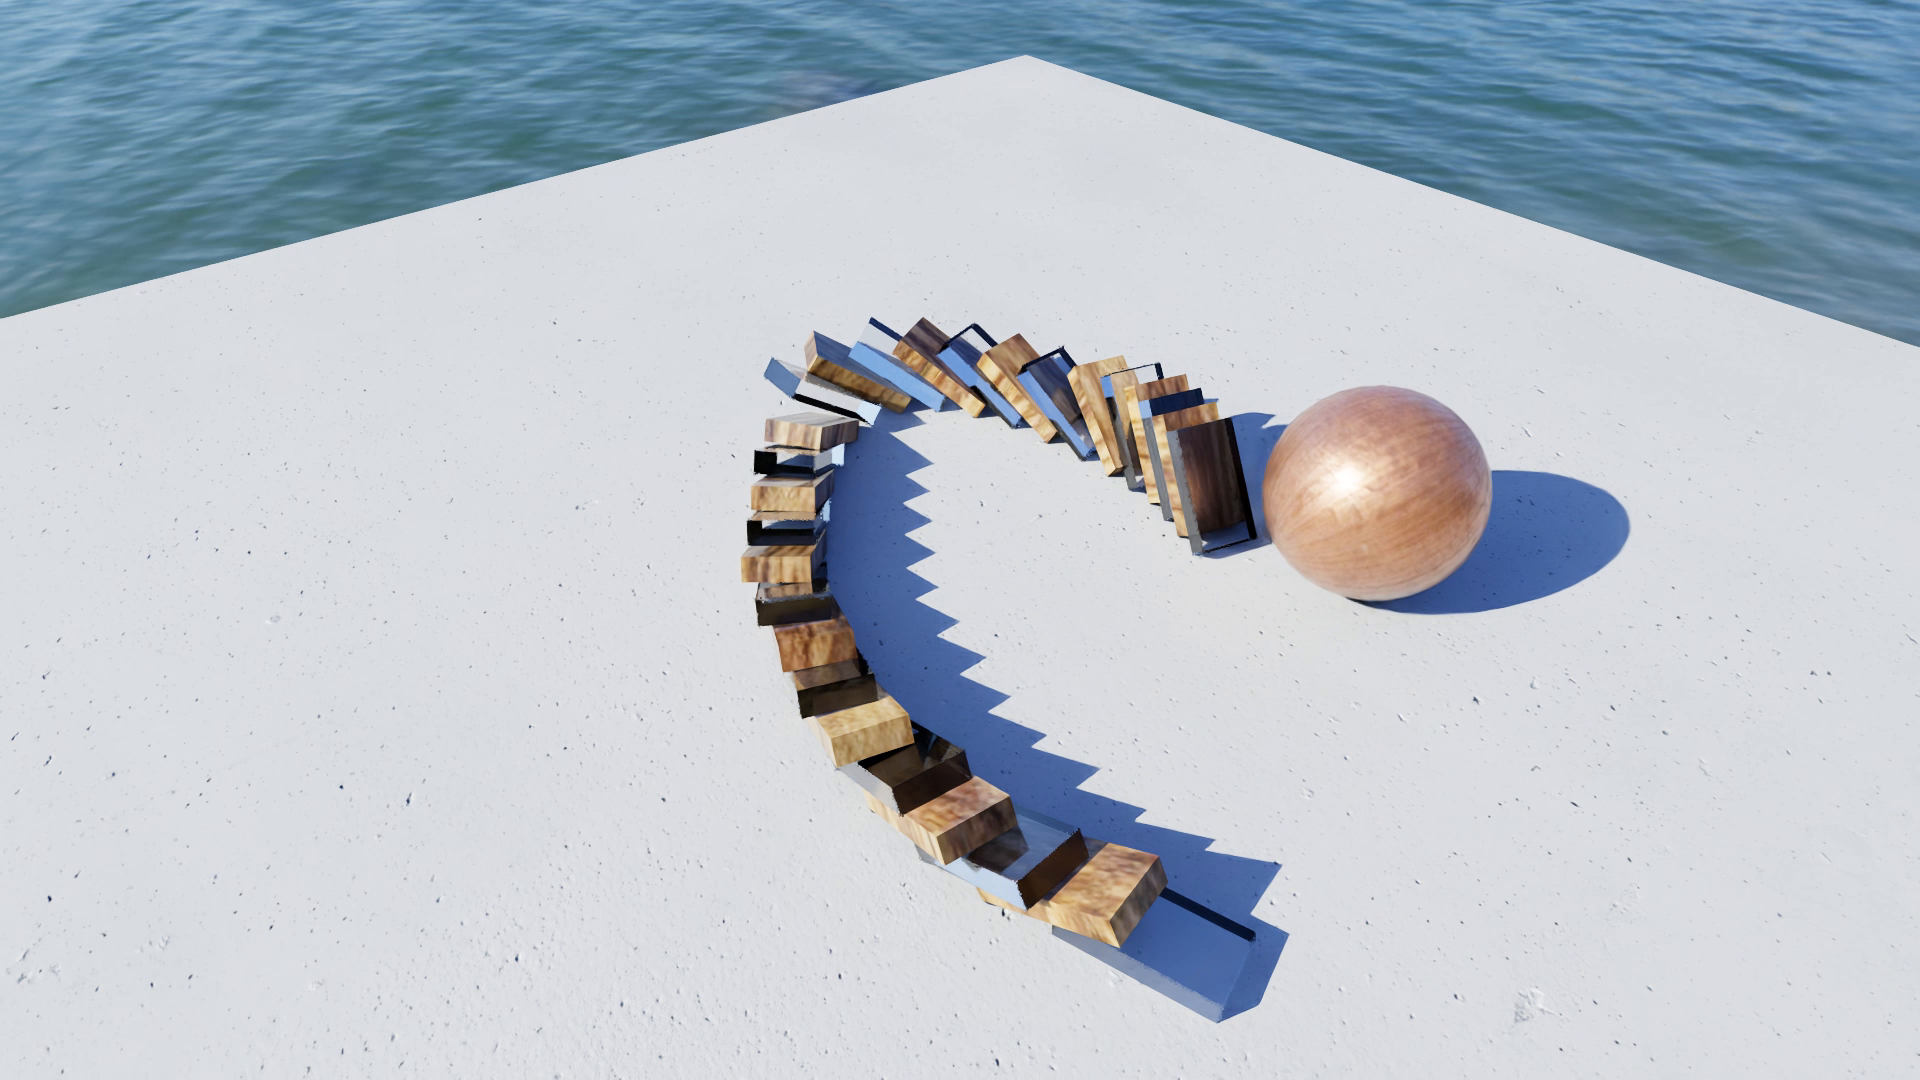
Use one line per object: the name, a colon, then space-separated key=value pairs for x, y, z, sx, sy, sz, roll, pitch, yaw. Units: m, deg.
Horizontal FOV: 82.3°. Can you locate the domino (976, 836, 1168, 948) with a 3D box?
domino: x=0.030 y=0.096 z=0.310 sx=0.050 sy=0.009 sz=0.025 roll=1 pitch=31 yaw=45

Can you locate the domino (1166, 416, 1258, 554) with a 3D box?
domino: x=0.101 y=-0.022 z=0.442 sx=0.025 sy=0.050 sz=0.009 roll=-15 pitch=5 yaw=-17

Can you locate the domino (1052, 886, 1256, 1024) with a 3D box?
domino: x=0.054 y=0.110 z=0.309 sx=0.050 sy=0.010 sz=0.025 roll=21 pitch=44 yaw=24

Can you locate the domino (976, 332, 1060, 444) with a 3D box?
domino: x=0.034 y=-0.071 z=0.512 sx=0.025 sy=0.009 sz=0.050 roll=-35 pitch=80 yaw=-35

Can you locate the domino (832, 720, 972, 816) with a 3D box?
domino: x=-0.020 y=0.068 z=0.343 sx=0.025 sy=0.010 sz=0.050 roll=-22 pitch=17 yaw=-25

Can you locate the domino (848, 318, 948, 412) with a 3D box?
domino: x=-0.027 y=-0.084 z=0.527 sx=0.050 sy=0.009 sz=0.025 roll=31 pitch=39 yaw=-11

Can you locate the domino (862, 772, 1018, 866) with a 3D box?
domino: x=-0.007 y=0.079 z=0.330 sx=0.025 sy=0.009 sz=0.050 roll=-23 pitch=17 yaw=-25

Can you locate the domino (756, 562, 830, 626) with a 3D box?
domino: x=-0.061 y=0.019 z=0.402 sx=0.025 sy=0.010 sz=0.050 roll=-6 pitch=12 yaw=-6

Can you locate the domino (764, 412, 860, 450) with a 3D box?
domino: x=-0.064 y=-0.049 z=0.485 sx=0.025 sy=0.010 sz=0.050 roll=10 pitch=12 yaw=12

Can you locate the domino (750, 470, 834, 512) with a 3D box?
domino: x=-0.068 y=-0.021 z=0.452 sx=0.025 sy=0.009 sz=0.050 roll=2 pitch=12 yaw=2

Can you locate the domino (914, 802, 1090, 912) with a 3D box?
domino: x=0.010 y=0.088 z=0.318 sx=0.025 sy=0.009 sz=0.050 roll=-31 pitch=21 yaw=-31

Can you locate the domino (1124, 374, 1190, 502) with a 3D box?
domino: x=0.088 y=-0.043 z=0.467 sx=0.025 sy=0.050 sz=0.009 roll=-15 pitch=5 yaw=-17

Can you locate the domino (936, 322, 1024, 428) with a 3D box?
domino: x=0.016 y=-0.078 z=0.520 sx=0.050 sy=0.009 sz=0.025 roll=45 pitch=51 yaw=5

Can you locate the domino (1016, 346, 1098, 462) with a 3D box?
domino: x=0.051 y=-0.063 z=0.502 sx=0.025 sy=0.010 sz=0.050 roll=-29 pitch=76 yaw=-30

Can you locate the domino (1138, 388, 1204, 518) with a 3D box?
domino: x=0.093 y=-0.036 z=0.459 sx=0.025 sy=0.050 sz=0.009 roll=-15 pitch=5 yaw=-17

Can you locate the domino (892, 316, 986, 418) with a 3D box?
domino: x=-0.005 y=-0.083 z=0.526 sx=0.050 sy=0.009 sz=0.025 roll=38 pitch=44 yaw=-3

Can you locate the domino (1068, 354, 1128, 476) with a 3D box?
domino: x=0.069 y=-0.056 z=0.490 sx=0.025 sy=0.010 sz=0.050 roll=-16 pitch=77 yaw=-19

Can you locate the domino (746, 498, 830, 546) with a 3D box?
domino: x=-0.067 y=-0.008 z=0.435 sx=0.025 sy=0.010 sz=0.050 roll=0 pitch=12 yaw=0

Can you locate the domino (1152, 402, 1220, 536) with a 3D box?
domino: x=0.097 y=-0.029 z=0.450 sx=0.025 sy=0.050 sz=0.009 roll=-15 pitch=5 yaw=-17

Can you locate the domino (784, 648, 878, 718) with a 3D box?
domino: x=-0.045 y=0.045 z=0.371 sx=0.025 sy=0.010 sz=0.050 roll=-12 pitch=13 yaw=-14

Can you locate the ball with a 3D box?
ball: x=0.154 y=-0.017 z=0.409 sx=0.080 sy=0.080 sz=0.080 roll=0 pitch=39 yaw=0

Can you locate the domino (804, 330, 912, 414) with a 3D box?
domino: x=-0.048 y=-0.079 z=0.520 sx=0.050 sy=0.009 sz=0.025 roll=22 pitch=30 yaw=-27

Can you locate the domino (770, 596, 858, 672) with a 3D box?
domino: x=-0.053 y=0.032 z=0.387 sx=0.025 sy=0.010 sz=0.050 roll=-10 pitch=13 yaw=-12

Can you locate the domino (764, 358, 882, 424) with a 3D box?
domino: x=-0.063 y=-0.068 z=0.505 sx=0.050 sy=0.010 sz=0.025 roll=12 pitch=21 yaw=-49

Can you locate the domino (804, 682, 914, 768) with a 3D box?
domino: x=-0.035 y=0.057 z=0.357 sx=0.025 sy=0.010 sz=0.050 roll=-15 pitch=14 yaw=-17

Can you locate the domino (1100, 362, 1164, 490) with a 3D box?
domino: x=0.080 y=-0.049 z=0.476 sx=0.025 sy=0.050 sz=0.010 roll=-15 pitch=1 yaw=-17

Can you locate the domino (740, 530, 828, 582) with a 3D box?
domino: x=-0.066 y=0.006 z=0.419 sx=0.025 sy=0.009 sz=0.050 roll=0 pitch=12 yaw=0

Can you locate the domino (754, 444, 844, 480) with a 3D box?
domino: x=-0.068 y=-0.035 z=0.469 sx=0.025 sy=0.010 sz=0.050 roll=6 pitch=12 yaw=7
